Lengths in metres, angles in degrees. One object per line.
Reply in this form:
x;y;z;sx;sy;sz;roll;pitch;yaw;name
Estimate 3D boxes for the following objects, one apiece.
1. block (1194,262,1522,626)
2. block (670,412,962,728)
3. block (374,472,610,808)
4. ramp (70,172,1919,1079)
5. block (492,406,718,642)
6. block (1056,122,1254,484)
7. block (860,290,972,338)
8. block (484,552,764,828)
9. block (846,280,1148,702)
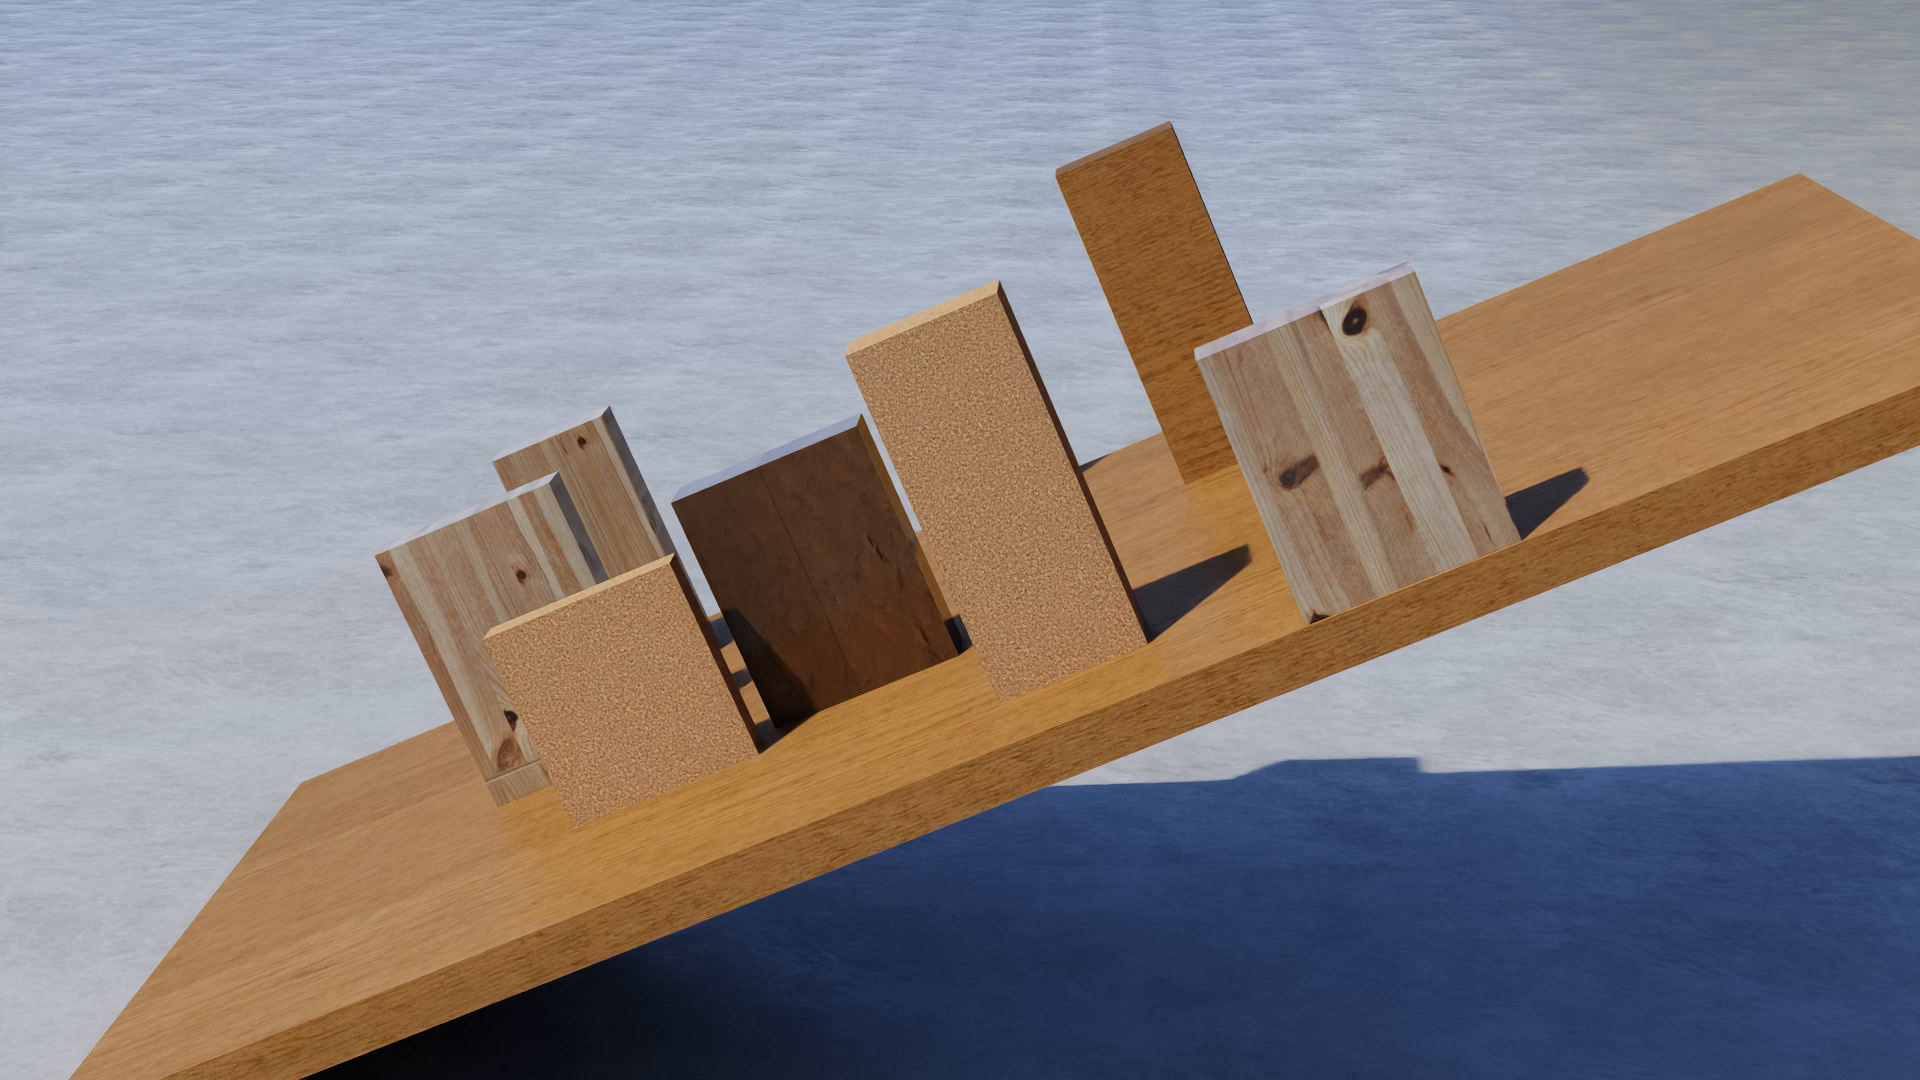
0.702;-0.169;5.205;0.406;0.520;0.113;-22;13;8;block
-0.292;0.065;6.056;0.413;0.522;0.131;-22;13;8;block
-0.939;0.218;6.387;0.415;0.616;0.115;-22;13;8;block
0.129;0.171;6.286;4.000;0.100;2.000;-22;13;8;ramp
-0.835;0.030;6.958;0.282;0.625;0.119;-22;13;8;block
0.485;-0.527;6.556;0.275;0.750;0.133;-22;13;8;block
-0.007;-0.303;7.086;0.306;0.511;0.124;-22;13;8;block
-0.680;0.307;5.963;0.415;0.435;0.080;-22;13;8;block
0.074;-0.090;5.550;0.305;0.726;0.147;-22;13;8;block
